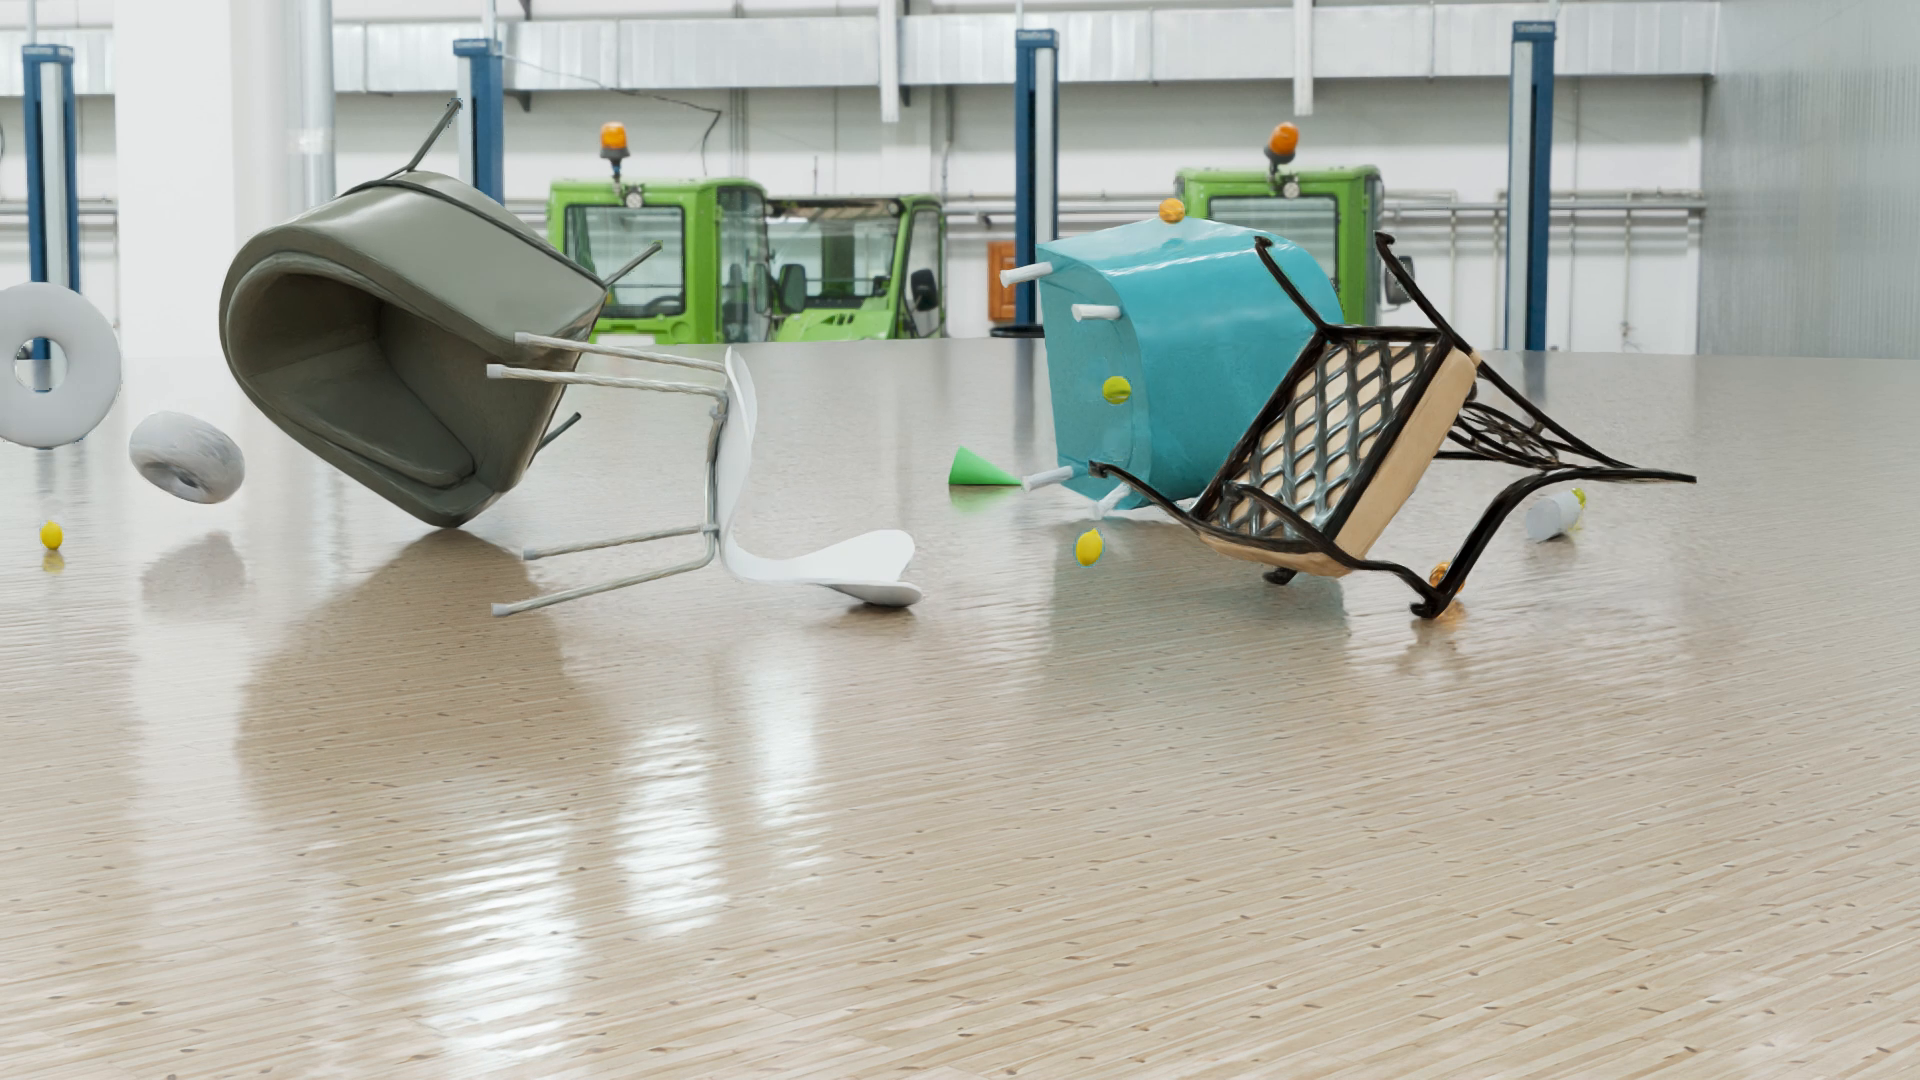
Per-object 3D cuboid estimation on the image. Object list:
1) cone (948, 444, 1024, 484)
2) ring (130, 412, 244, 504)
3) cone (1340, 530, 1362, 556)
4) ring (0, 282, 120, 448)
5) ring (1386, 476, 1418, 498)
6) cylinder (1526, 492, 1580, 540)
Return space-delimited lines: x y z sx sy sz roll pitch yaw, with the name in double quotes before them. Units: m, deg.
"cone" 0.098 -0.206 8.107 0.241 0.106 0.151 16 52 5
"ring" -2.044 -0.217 6.788 0.282 0.146 0.316 -8 -36 40
"cone" 0.906 0.000 6.036 0.062 0.063 0.047 -1 -39 -35
"ring" -2.073 -0.394 5.787 0.059 0.373 0.378 1 34 48
"ring" 1.310 -0.157 7.609 0.068 0.048 0.133 -41 11 -16
"cylinder" 1.501 -0.061 6.491 0.085 0.109 0.219 28 17 21
